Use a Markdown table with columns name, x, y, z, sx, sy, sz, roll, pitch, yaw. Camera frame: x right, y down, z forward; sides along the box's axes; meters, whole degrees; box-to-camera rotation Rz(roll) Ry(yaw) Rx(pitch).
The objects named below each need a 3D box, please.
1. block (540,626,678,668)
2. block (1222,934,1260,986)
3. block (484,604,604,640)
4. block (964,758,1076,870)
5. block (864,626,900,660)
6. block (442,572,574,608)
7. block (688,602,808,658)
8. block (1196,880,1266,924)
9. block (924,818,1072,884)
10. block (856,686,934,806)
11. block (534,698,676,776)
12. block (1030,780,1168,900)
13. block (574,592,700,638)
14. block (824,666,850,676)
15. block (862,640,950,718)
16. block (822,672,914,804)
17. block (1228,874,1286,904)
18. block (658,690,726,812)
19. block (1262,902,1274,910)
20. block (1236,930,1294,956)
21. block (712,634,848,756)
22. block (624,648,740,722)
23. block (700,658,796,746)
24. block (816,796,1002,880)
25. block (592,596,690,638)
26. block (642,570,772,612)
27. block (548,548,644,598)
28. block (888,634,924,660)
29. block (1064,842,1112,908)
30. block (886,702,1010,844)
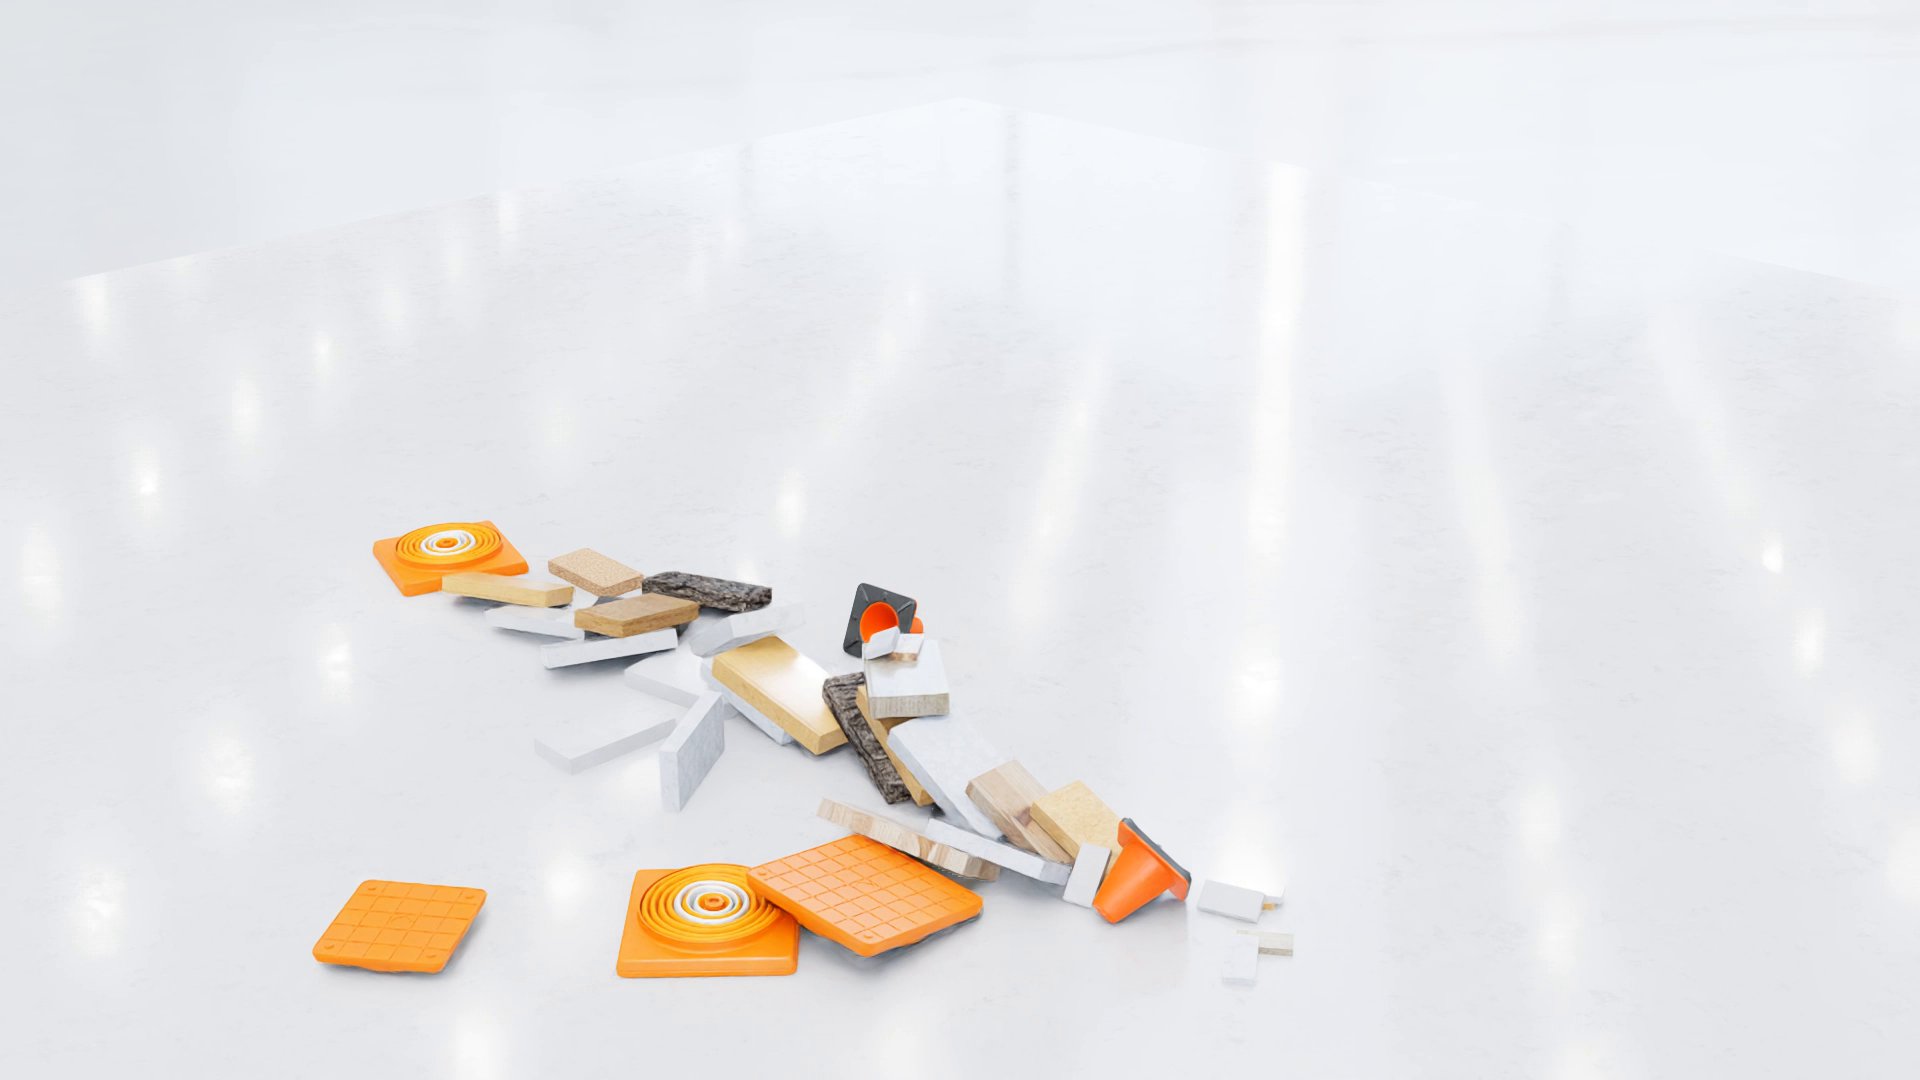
| name | x | y | z | sx | sy | sz | roll | pitch | yaw |
| --- | --- | --- | --- | --- | --- | --- | --- | --- | --- |
| block | -0.808 | 0.244 | 5.057 | 0.295 | 0.042 | 0.148 | -9 | 4 | -16 |
| block | 0.504 | 0.753 | 3.945 | 0.058 | 0.016 | 0.116 | 4 | 31 | 10 |
| block | -0.967 | 0.192 | 5.195 | 0.299 | 0.034 | 0.120 | 6 | 10 | 28 |
| block | 0.141 | 0.546 | 4.303 | 0.127 | 0.036 | 0.255 | -21 | 54 | -40 |
| block | -0.165 | 0.219 | 4.681 | 0.060 | 0.017 | 0.120 | -19 | 14 | 11 |
| block | -1.104 | 0.120 | 5.373 | 0.283 | 0.040 | 0.141 | 8 | 6 | 17 |
| block | -0.483 | 0.208 | 4.983 | 0.174 | 0.049 | 0.347 | -11 | -7 | -24 |
| block | 0.507 | 0.675 | 4.112 | 0.116 | 0.016 | 0.058 | 10 | 57 | 22 |
| block | 0.072 | 0.593 | 4.183 | 0.255 | 0.036 | 0.127 | 17 | -5 | 30 |
| block | -0.076 | 0.409 | 4.549 | 0.162 | 0.046 | 0.323 | -9 | 41 | -25 |
| block | -0.761 | 0.419 | 4.723 | 0.273 | 0.039 | 0.136 | -20 | 30 | -39 |
| block | 0.267 | 0.577 | 4.249 | 0.127 | 0.036 | 0.255 | -20 | 49 | -39 |
| block | -0.751 | 0.174 | 5.125 | 0.141 | 0.040 | 0.283 | 10 | 12 | 29 |
| block | -0.309 | 0.322 | 4.981 | 0.060 | 0.017 | 0.120 | 19 | 30 | 38 |
| block | -0.116 | 0.288 | 4.592 | 0.162 | 0.046 | 0.323 | -3 | 17 | -4 |
| block | -0.142 | 0.404 | 4.619 | 0.174 | 0.049 | 0.347 | -10 | 41 | -25 |
| block | 0.559 | 0.659 | 4.150 | 0.104 | 0.015 | 0.052 | 7 | 24 | 16 |
| block | -0.554 | 0.435 | 4.561 | 0.039 | 0.136 | 0.273 | 6 | 24 | 13 |
| block | 0.540 | 0.676 | 4.150 | 0.104 | 0.015 | 0.052 | 3 | 23 | 7 |
| block | 0.555 | 0.735 | 4.010 | 0.104 | 0.015 | 0.052 | 3 | 23 | 8 |
| block | -0.359 | 0.331 | 4.772 | 0.347 | 0.049 | 0.174 | 33 | 36 | 34 |
| block | -0.594 | 0.322 | 4.948 | 0.295 | 0.042 | 0.148 | 16 | 28 | 32 |
| block | -0.424 | 0.337 | 4.833 | 0.148 | 0.042 | 0.295 | -18 | 40 | -40 |
| block | -0.099 | 0.578 | 4.254 | 0.351 | 0.039 | 0.136 | 17 | -4 | 32 |
| block | -0.770 | 0.183 | 5.285 | 0.239 | 0.034 | 0.120 | 5 | 23 | 11 |
| block | -0.618 | 0.124 | 5.375 | 0.283 | 0.040 | 0.141 | 9 | 11 | 20 |
| block | -0.914 | 0.084 | 5.520 | 0.120 | 0.034 | 0.239 | -21 | 31 | -40 |
| block | -0.113 | 0.228 | 4.681 | 0.060 | 0.017 | 0.120 | 1 | 17 | 7 |
| block | 0.242 | 0.633 | 4.154 | 0.058 | 0.016 | 0.116 | 12 | 68 | 25 |
| block | 0.014 | 0.475 | 4.407 | 0.162 | 0.046 | 0.323 | -21 | 54 | -33 |
